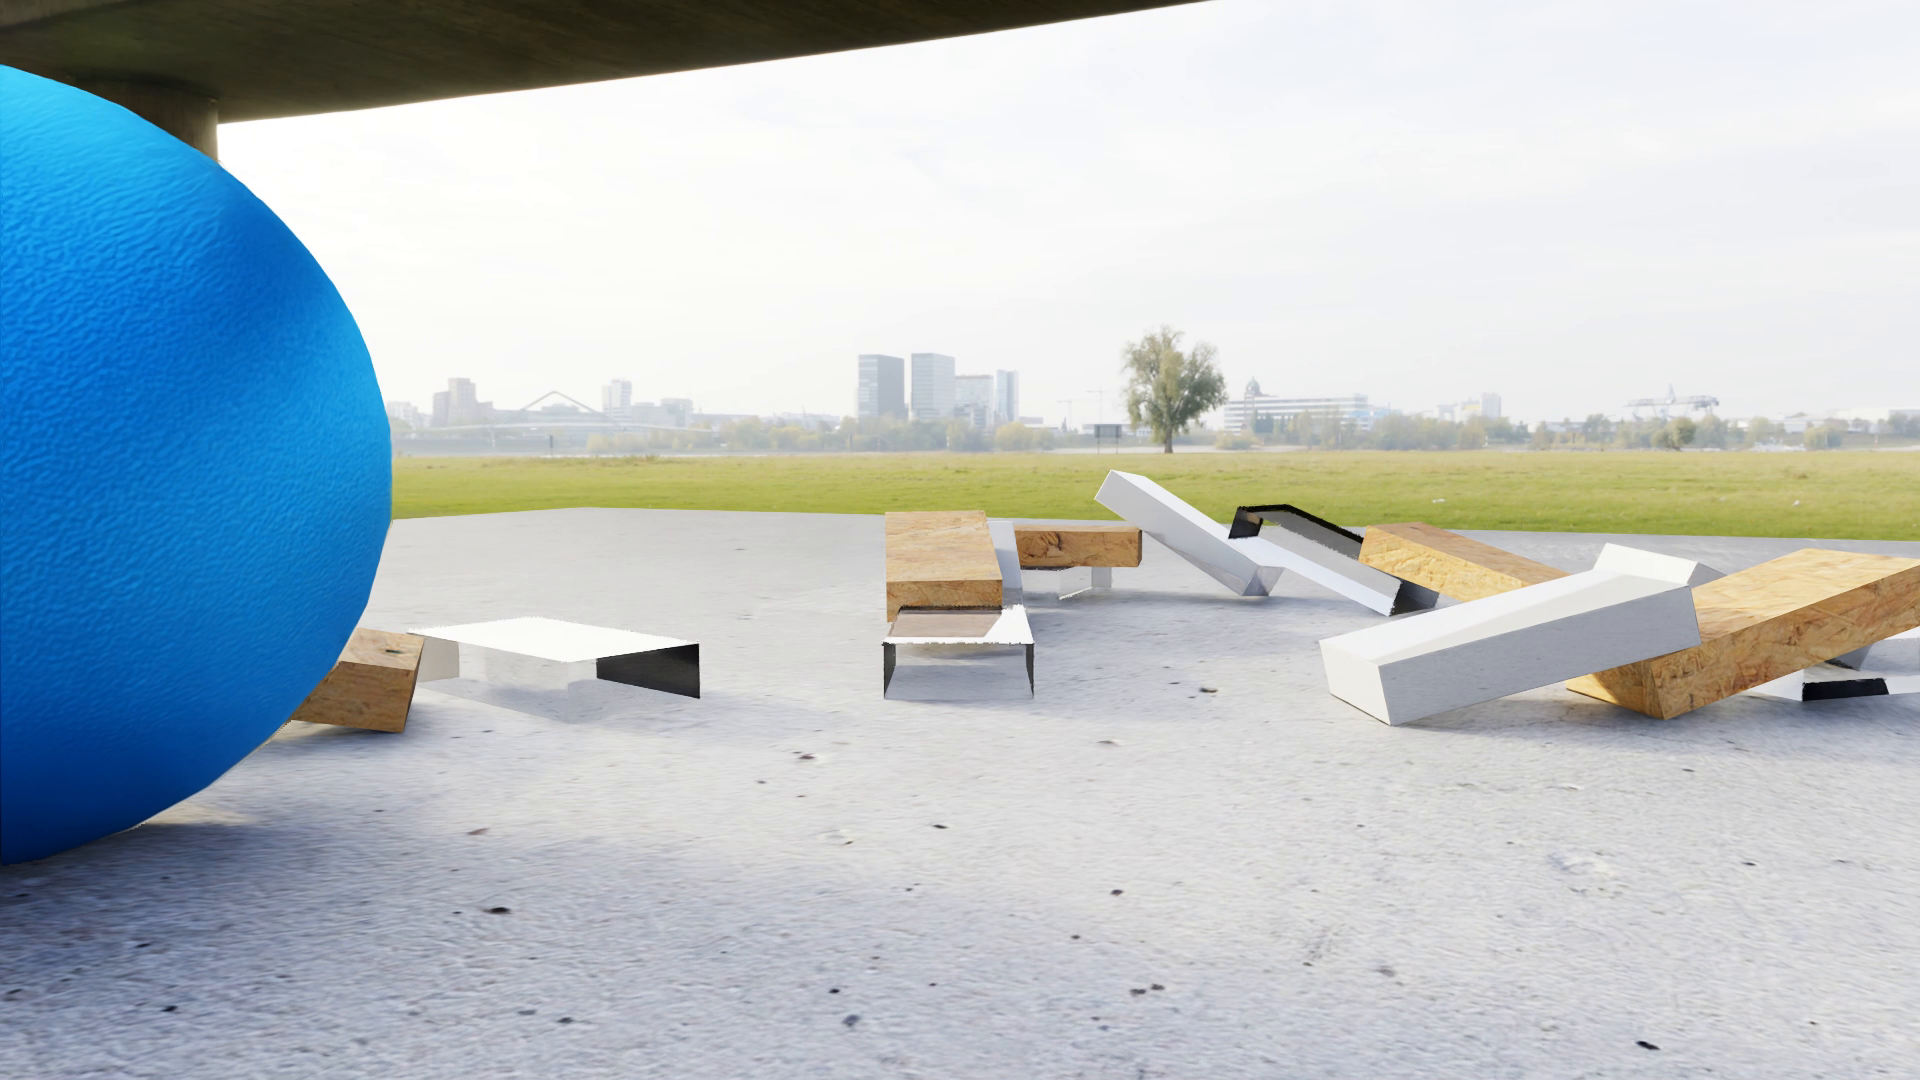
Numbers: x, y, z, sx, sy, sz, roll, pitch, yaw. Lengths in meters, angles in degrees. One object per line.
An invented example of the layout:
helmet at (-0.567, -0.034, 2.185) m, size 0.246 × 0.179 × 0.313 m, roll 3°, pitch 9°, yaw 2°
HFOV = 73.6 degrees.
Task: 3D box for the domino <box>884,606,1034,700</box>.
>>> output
domino at (0.000, 0.020, 0.238) m, size 0.025 × 0.009 × 0.050 m, roll 0°, pitch 4°, yaw 1°

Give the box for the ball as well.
ball at (-0.101, -0.007, 0.129) m, size 0.080 × 0.080 × 0.080 m, roll 0°, pitch 4°, yaw 0°

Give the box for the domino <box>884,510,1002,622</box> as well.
domino at (-0.005, 0.005, 0.301) m, size 0.025 × 0.009 × 0.050 m, roll -1°, pitch 19°, yaw -3°

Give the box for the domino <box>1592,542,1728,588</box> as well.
domino at (0.160, 0.012, 0.281) m, size 0.025 × 0.009 × 0.050 m, roll 25°, pitch 7°, yaw 5°

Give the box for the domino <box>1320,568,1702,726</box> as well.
domino at (0.087, 0.017, 0.207) m, size 0.050 × 0.009 × 0.025 m, roll -14°, pitch 5°, yaw -3°

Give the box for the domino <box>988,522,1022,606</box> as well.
domino at (0.002, 0.008, 0.324) m, size 0.025 × 0.009 × 0.050 m, roll 0°, pitch 19°, yaw 0°

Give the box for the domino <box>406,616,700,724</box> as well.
domino at (-0.071, 0.021, 0.220) m, size 0.050 × 0.009 × 0.025 m, roll 4°, pitch 6°, yaw 40°

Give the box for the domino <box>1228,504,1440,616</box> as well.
domino at (0.099, 0.004, 0.340) m, size 0.025 × 0.009 × 0.050 m, roll -4°, pitch 25°, yaw -44°

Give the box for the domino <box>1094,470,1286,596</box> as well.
domino at (0.064, -0.002, 0.359) m, size 0.050 × 0.010 × 0.025 m, roll 36°, pitch 15°, yaw 26°

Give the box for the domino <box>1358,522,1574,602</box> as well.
domino at (0.126, 0.008, 0.311) m, size 0.025 × 0.010 × 0.050 m, roll -3°, pitch 21°, yaw -41°

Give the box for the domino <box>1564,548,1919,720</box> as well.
domino at (0.129, 0.015, 0.212) m, size 0.050 × 0.009 × 0.025 m, roll -18°, pitch 6°, yaw -6°

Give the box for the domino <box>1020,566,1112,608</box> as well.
domino at (0.024, 0.011, 0.361) m, size 0.025 × 0.010 × 0.050 m, roll 2°, pitch 5°, yaw 22°

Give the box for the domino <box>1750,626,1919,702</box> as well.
domino at (0.160, 0.021, 0.231) m, size 0.050 × 0.009 × 0.025 m, roll -1°, pitch 4°, yaw -17°

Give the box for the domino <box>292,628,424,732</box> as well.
domino at (-0.108, 0.018, 0.192) m, size 0.050 × 0.009 × 0.025 m, roll 11°, pitch 3°, yaw -20°

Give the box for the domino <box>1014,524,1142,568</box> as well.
domino at (0.025, 0.001, 0.360) m, size 0.050 × 0.009 × 0.025 m, roll 1°, pitch 4°, yaw 11°
